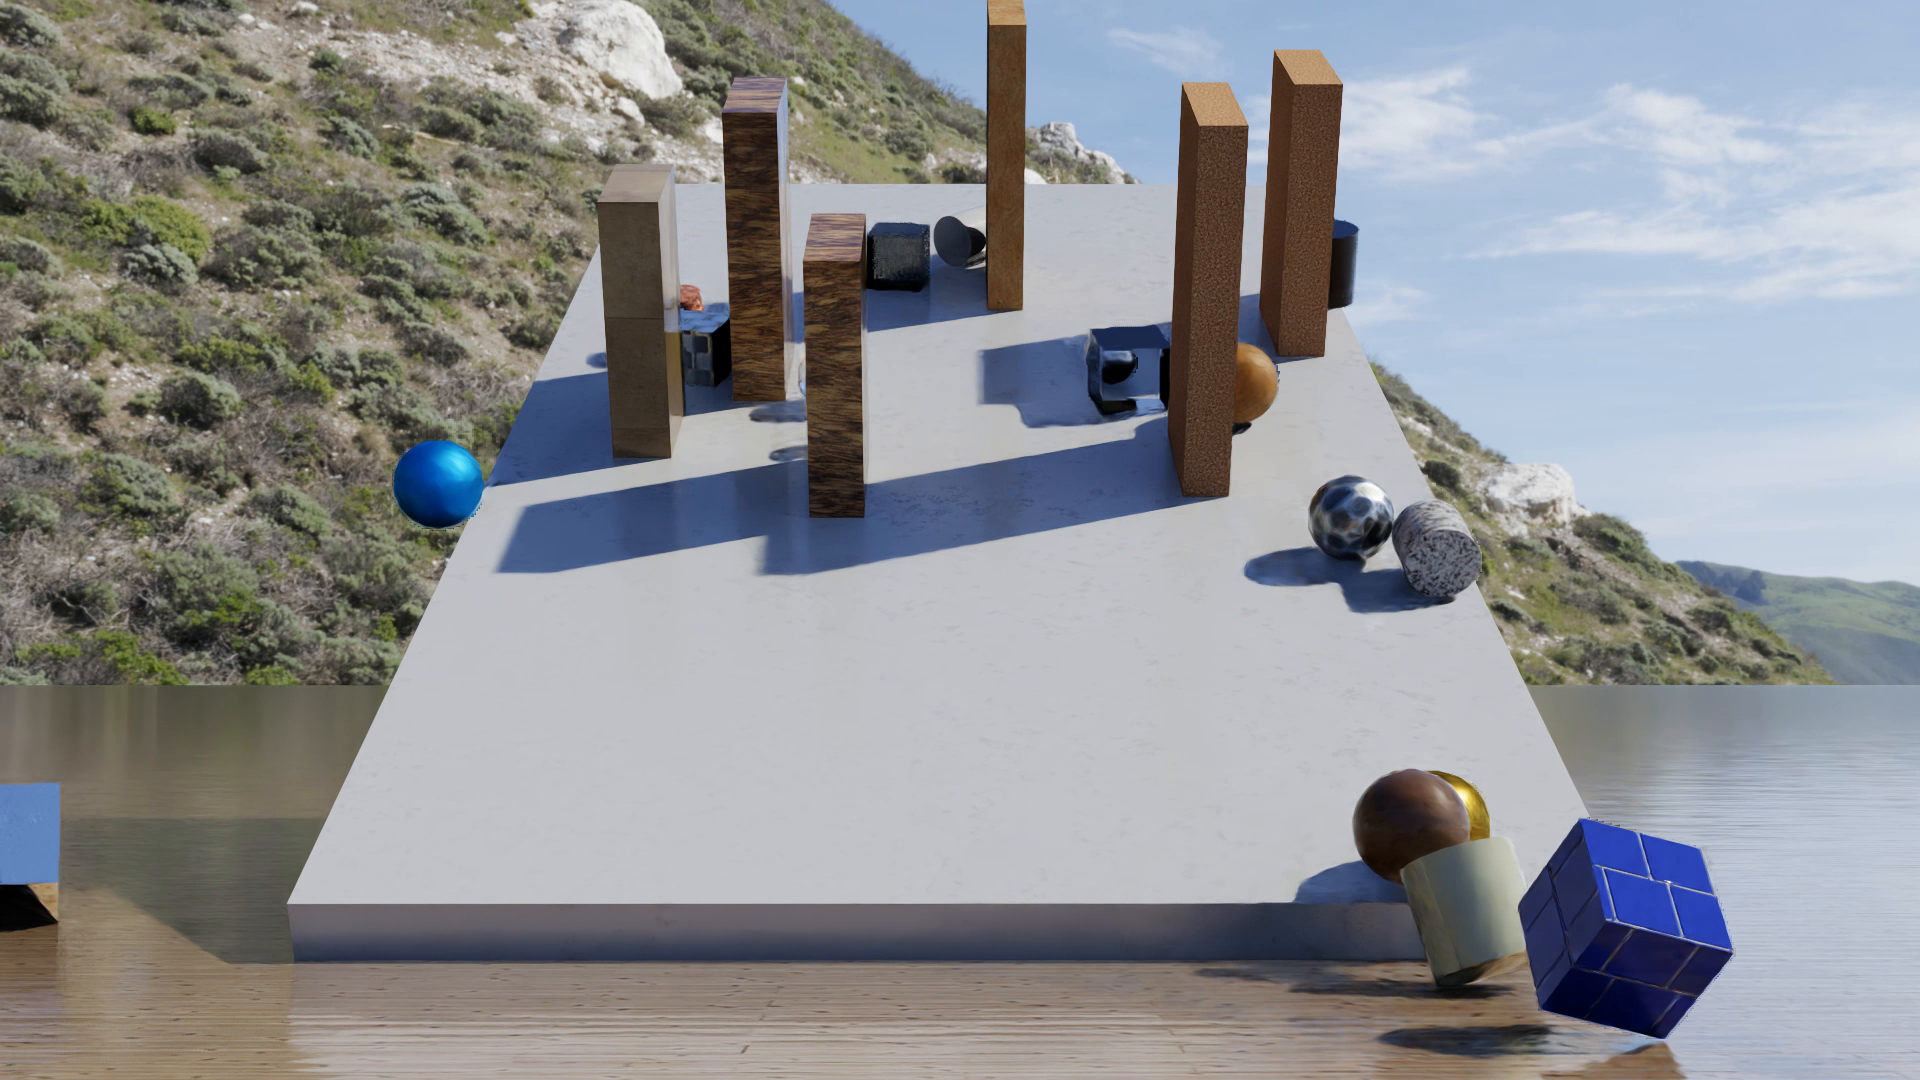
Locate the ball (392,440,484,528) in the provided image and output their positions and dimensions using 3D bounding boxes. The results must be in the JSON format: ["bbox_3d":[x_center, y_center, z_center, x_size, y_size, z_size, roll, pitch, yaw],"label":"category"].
[{"bbox_3d":[-1.068,-0.115,4.762,0.181,0.181,0.181,0,-3,0],"label":"ball"}]

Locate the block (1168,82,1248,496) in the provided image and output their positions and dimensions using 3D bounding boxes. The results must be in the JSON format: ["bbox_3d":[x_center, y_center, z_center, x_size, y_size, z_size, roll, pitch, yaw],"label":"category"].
[{"bbox_3d":[0.515,-0.527,4.887,0.097,0.789,0.373,0,24,0],"label":"block"}]

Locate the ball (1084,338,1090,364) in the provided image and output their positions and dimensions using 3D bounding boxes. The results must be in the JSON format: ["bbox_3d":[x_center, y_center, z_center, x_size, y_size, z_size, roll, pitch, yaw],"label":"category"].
[{"bbox_3d":[0.350,-0.447,5.540,0.111,0.111,0.111,0,-3,0],"label":"ball"}]

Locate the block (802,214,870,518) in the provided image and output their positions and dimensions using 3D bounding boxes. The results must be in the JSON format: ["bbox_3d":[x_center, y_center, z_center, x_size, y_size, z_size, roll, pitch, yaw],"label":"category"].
[{"bbox_3d":[-0.253,-0.364,4.814,0.112,0.547,0.333,0,24,0],"label":"block"}]

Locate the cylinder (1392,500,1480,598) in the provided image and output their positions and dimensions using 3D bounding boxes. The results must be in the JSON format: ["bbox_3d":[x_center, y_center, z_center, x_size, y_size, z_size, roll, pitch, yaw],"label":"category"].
[{"bbox_3d":[0.913,0.016,4.466,0.143,0.143,0.143,0,24,-1],"label":"cylinder"}]

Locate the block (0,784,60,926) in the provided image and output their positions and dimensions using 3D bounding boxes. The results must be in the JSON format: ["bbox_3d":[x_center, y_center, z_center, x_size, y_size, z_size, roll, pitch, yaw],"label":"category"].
[{"bbox_3d":[-1.632,0.537,3.965,0.182,0.182,0.182,1,-31,-21],"label":"block"}]

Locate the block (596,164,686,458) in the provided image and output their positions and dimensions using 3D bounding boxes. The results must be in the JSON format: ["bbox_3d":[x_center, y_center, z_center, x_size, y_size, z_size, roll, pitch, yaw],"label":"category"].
[{"bbox_3d":[-0.692,-0.502,5.089,0.127,0.574,0.303,0,24,0],"label":"block"}]

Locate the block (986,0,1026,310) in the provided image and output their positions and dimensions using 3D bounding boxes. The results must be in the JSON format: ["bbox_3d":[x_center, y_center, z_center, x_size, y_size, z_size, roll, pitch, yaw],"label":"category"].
[{"bbox_3d":[0.116,-1.005,6.026,0.091,0.733,0.376,0,24,0],"label":"block"}]

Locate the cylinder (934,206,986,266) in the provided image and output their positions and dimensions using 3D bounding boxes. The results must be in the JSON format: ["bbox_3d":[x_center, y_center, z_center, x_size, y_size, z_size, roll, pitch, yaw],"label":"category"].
[{"bbox_3d":[0.025,-0.833,6.369,0.139,0.139,0.139,-3,15,45],"label":"cylinder"}]

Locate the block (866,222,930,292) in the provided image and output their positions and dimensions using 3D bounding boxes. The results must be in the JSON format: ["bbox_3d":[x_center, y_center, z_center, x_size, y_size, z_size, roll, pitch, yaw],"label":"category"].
[{"bbox_3d":[-0.164,-0.753,6.184,0.143,0.143,0.143,4,24,9],"label":"block"}]

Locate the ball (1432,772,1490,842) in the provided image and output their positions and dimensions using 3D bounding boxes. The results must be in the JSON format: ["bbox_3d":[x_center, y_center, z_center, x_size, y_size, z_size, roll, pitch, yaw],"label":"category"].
[{"bbox_3d":[0.713,0.430,3.497,0.165,0.165,0.165,0,-3,0],"label":"ball"}]

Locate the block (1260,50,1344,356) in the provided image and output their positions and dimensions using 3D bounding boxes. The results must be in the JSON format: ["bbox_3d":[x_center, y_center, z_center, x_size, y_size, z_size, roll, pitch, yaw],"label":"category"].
[{"bbox_3d":[0.833,-0.830,5.716,0.114,0.670,0.375,0,24,0],"label":"block"}]

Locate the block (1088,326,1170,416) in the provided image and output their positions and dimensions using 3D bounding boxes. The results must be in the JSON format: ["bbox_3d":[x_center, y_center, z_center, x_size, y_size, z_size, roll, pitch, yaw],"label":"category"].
[{"bbox_3d":[0.389,-0.390,5.355,0.158,0.158,0.158,-3,24,-8],"label":"block"}]

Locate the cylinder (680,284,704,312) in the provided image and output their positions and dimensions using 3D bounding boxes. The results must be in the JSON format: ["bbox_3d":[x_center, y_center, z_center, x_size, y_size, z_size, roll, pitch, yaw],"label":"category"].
[{"bbox_3d":[-0.688,-0.535,5.676,0.134,0.134,0.134,-8,27,4],"label":"cylinder"}]

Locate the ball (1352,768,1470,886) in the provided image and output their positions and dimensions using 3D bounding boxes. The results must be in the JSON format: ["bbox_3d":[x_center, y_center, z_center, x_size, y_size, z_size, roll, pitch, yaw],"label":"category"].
[{"bbox_3d":[0.647,0.413,3.341,0.167,0.167,0.167,0,-3,0],"label":"ball"}]

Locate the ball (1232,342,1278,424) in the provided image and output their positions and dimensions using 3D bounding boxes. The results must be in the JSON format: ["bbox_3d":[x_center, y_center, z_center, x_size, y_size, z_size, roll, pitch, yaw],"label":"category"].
[{"bbox_3d":[0.625,-0.354,5.244,0.184,0.184,0.184,0,-3,0],"label":"ball"}]

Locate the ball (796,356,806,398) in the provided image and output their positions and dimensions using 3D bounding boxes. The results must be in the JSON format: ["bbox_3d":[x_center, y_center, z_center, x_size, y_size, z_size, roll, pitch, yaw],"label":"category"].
[{"bbox_3d":[-0.303,-0.373,5.334,0.142,0.142,0.142,0,-3,0],"label":"ball"}]

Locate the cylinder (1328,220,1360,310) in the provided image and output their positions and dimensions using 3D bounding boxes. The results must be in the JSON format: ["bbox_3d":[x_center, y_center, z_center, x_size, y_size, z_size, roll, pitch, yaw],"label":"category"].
[{"bbox_3d":[0.937,-0.721,6.059,0.190,0.190,0.190,0,24,0],"label":"cylinder"}]

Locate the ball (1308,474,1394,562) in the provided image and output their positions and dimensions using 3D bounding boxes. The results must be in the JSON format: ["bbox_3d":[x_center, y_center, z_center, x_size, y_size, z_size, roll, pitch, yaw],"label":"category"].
[{"bbox_3d":[0.767,-0.043,4.562,0.170,0.170,0.170,0,-3,0],"label":"ball"}]

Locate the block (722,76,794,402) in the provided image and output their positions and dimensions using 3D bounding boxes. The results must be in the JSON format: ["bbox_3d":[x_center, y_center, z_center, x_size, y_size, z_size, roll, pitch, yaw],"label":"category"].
[{"bbox_3d":[-0.465,-0.702,5.413,0.121,0.677,0.349,0,24,0],"label":"block"}]

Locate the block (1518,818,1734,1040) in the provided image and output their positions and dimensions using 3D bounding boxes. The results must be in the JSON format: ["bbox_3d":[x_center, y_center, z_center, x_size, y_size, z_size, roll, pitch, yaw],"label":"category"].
[{"bbox_3d":[0.775,0.455,2.726,0.161,0.161,0.161,15,38,-10],"label":"block"}]

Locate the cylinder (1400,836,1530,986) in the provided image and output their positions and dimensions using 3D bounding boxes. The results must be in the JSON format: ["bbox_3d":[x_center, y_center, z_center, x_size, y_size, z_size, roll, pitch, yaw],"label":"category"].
[{"bbox_3d":[0.701,0.508,3.178,0.159,0.159,0.159,-13,-22,-5],"label":"cylinder"}]

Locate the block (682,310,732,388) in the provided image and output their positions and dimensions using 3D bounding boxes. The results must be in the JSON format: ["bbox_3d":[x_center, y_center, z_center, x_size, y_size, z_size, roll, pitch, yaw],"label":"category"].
[{"bbox_3d":[-0.622,-0.454,5.517,0.138,0.138,0.138,7,25,15],"label":"block"}]

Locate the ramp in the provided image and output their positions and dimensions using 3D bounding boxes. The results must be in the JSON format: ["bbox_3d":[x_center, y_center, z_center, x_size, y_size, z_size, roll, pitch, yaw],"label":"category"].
[{"bbox_3d":[-0.008,-0.228,5.306,2.000,0.100,4.000,0,24,0],"label":"ramp"}]
